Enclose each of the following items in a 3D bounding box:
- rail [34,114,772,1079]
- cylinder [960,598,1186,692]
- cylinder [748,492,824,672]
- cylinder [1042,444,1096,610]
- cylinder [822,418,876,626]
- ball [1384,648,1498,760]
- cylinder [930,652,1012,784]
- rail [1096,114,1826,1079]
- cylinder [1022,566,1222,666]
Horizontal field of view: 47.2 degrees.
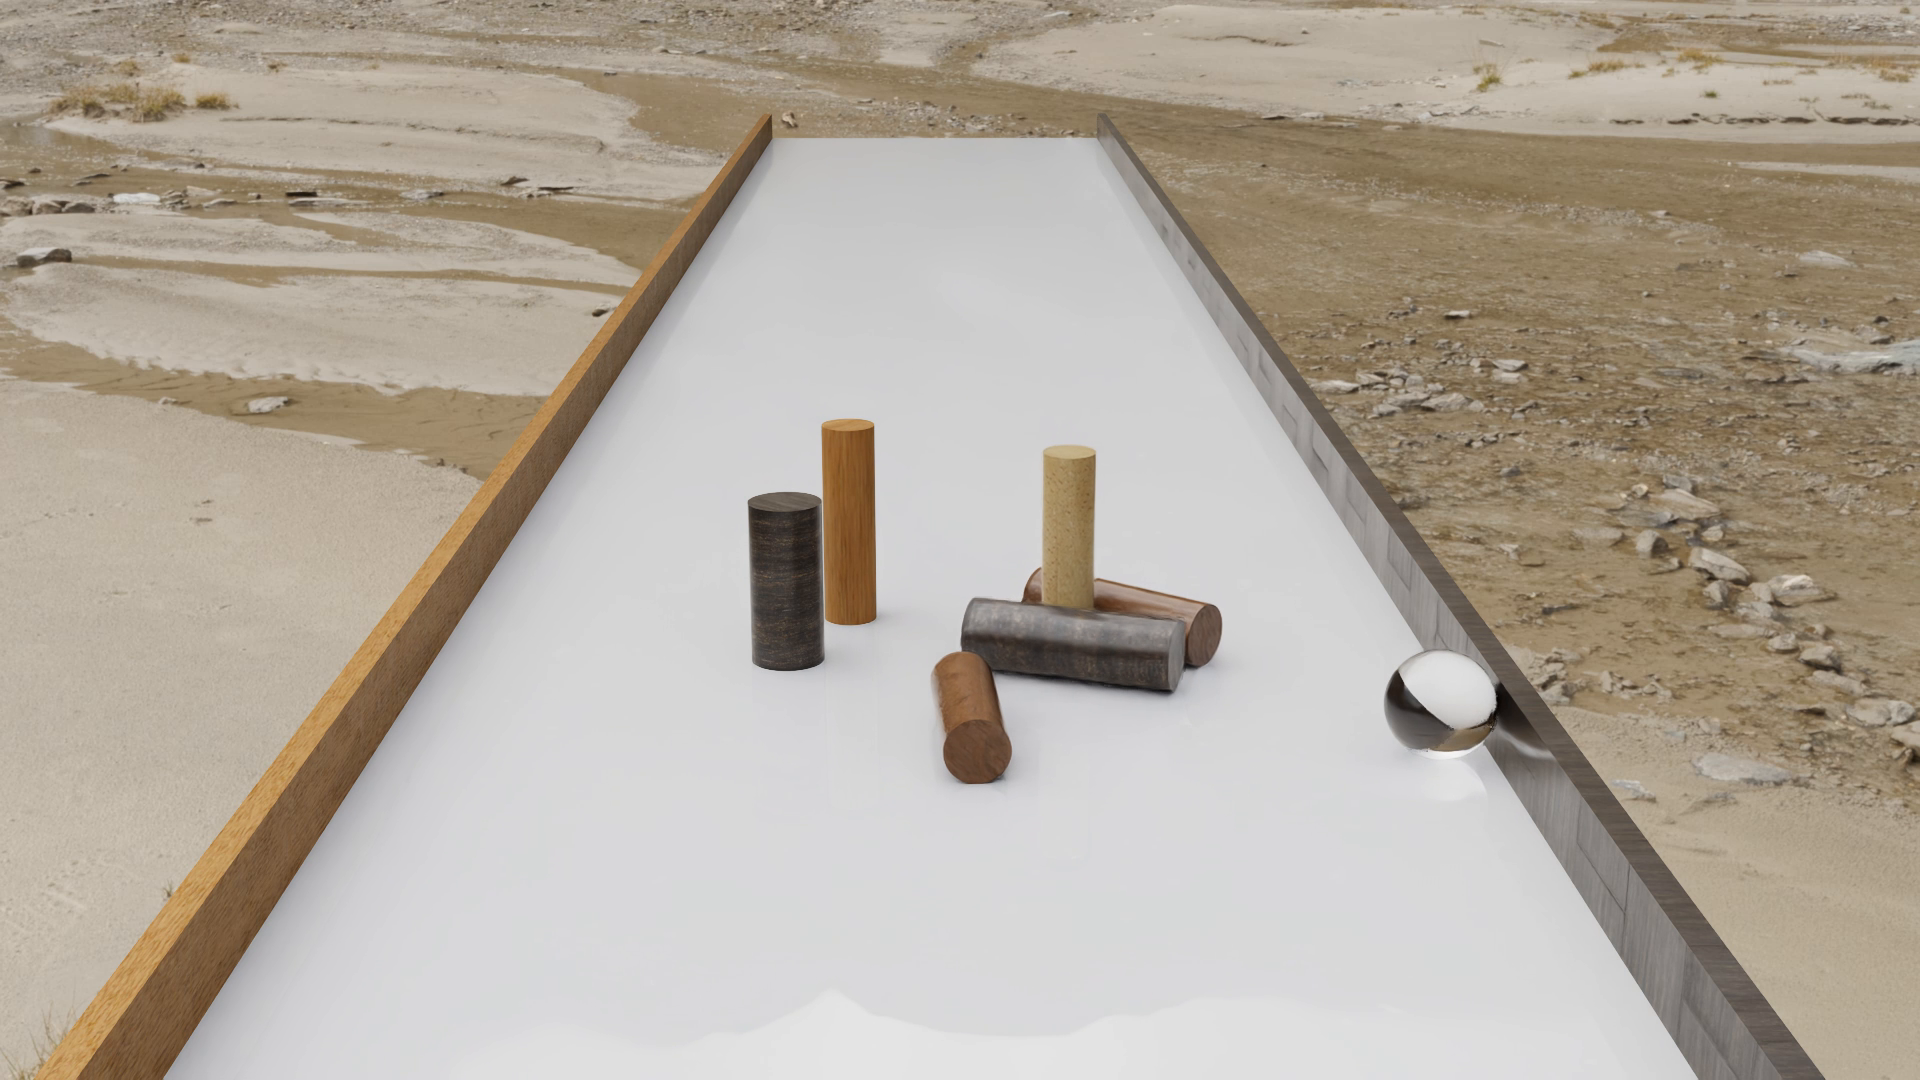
[{"bbox_3d":[-1.118,-0.838,7.780,0.050,0.150,12.000,0,17,-1],"label":"rail"},{"bbox_3d":[0.221,0.202,4.304,0.418,0.138,0.138,6,18,19],"label":"cylinder"},{"bbox_3d":[-0.345,0.082,4.377,0.147,0.328,0.147,0,17,0],"label":"cylinder"},{"bbox_3d":[0.217,0.028,4.384,0.105,0.424,0.105,0,18,0],"label":"cylinder"},{"bbox_3d":[-0.232,-0.037,4.616,0.110,0.420,0.110,0,17,0],"label":"cylinder"},{"bbox_3d":[0.851,0.292,3.899,0.197,0.197,0.197,0,17,0],"label":"ball"},{"bbox_3d":[0.017,0.315,3.958,0.120,0.120,0.352,-1,17,-4],"label":"cylinder"},{"bbox_3d":[0.932,-0.844,7.801,0.050,0.150,12.000,0,17,-1],"label":"rail"},{"bbox_3d":[0.328,0.153,4.490,0.408,0.127,0.127,13,21,37],"label":"cylinder"}]
